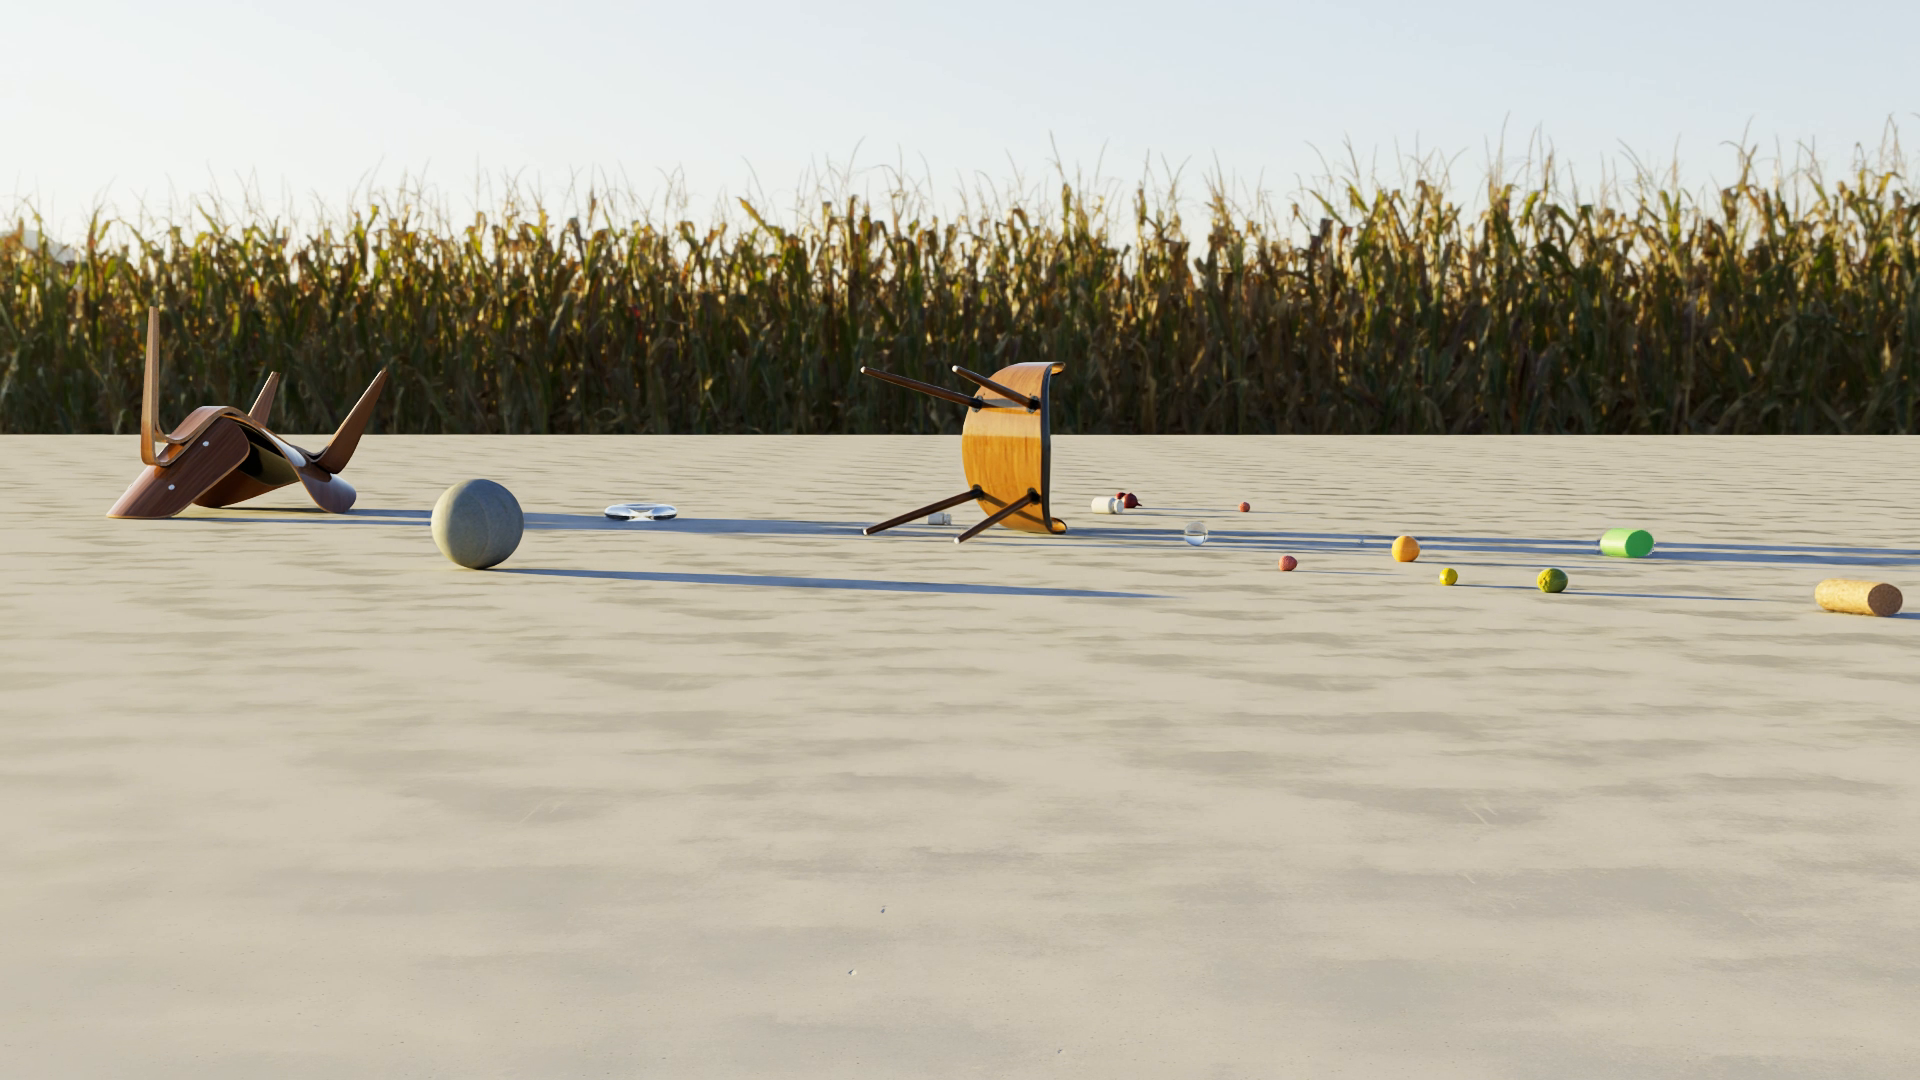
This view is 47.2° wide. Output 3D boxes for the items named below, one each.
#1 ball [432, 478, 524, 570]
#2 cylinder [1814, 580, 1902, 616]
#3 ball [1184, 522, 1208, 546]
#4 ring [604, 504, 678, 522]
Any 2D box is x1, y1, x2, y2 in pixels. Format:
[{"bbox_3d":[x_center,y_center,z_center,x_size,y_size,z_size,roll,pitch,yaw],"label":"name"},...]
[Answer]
[{"bbox_3d":[-1.202,-0.040,5.484,0.226,0.226,0.226,0,4,0],"label":"ball"},{"bbox_3d":[1.795,0.115,4.394,0.106,0.065,0.125,6,0,-29],"label":"cylinder"},{"bbox_3d":[0.675,-0.018,6.301,0.069,0.069,0.069,0,4,0],"label":"ball"},{"bbox_3d":[-1.097,-0.095,7.566,0.250,0.051,0.256,2,5,20],"label":"ring"}]
